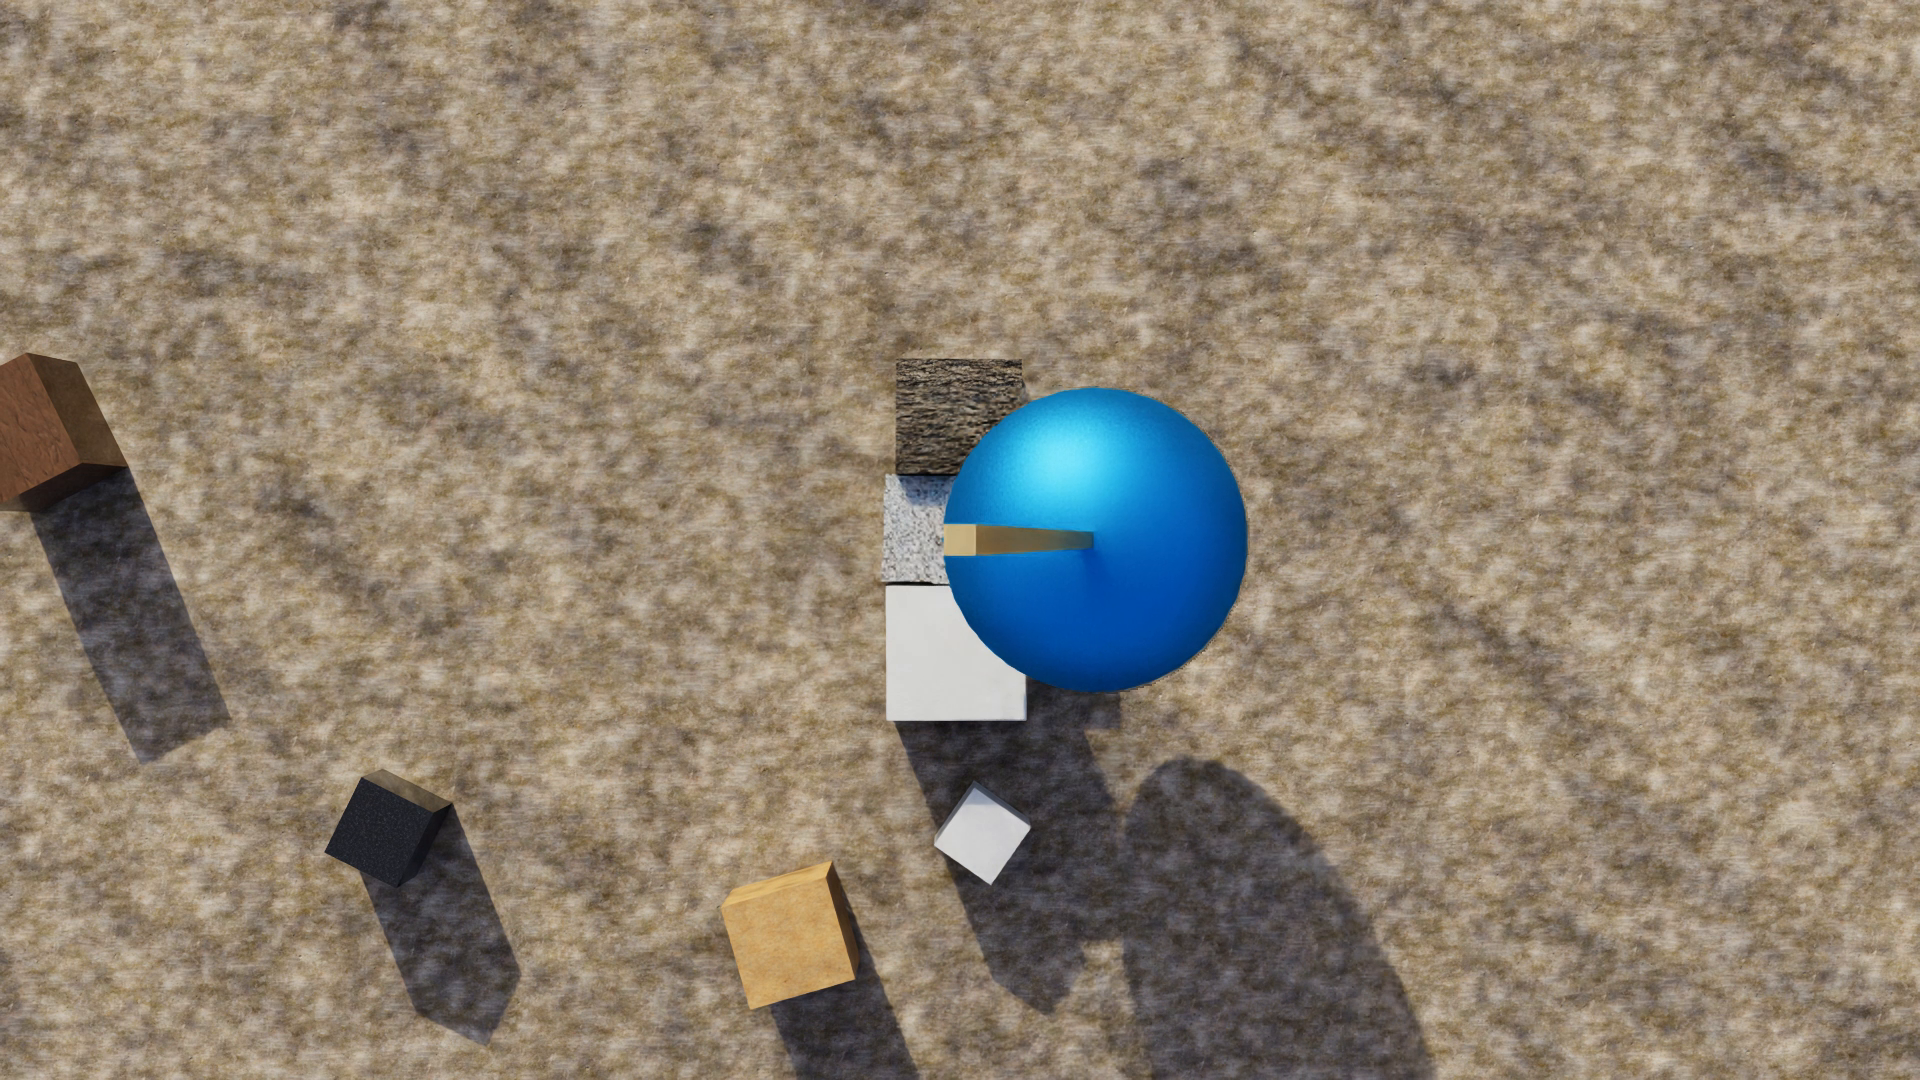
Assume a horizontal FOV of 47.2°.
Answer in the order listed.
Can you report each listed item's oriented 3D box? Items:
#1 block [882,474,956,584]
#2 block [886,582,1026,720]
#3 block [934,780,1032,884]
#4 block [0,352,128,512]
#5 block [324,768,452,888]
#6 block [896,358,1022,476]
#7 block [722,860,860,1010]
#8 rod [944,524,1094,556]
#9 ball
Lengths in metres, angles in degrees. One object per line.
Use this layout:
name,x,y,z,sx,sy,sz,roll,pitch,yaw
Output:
block,-0.140,-0.060,12.698,0.581,0.605,0.603,2,90,0
block,-0.020,0.634,12.686,0.790,0.628,0.763,0,90,0
block,0.130,1.699,12.803,0.398,0.394,0.405,35,90,0
block,-5.335,-0.607,12.652,0.599,0.695,0.691,-27,90,0
block,-3.312,1.668,12.765,0.459,0.471,0.479,26,90,0
block,-0.006,-0.692,12.656,0.704,0.688,0.646,0,90,0
block,-0.967,2.266,12.676,0.613,0.648,0.596,-16,90,0
rod,0.306,0.000,8.153,0.080,5.200,0.080,0,90,7
ball,0.706,0.000,11.530,1.600,1.600,1.600,0,90,0
